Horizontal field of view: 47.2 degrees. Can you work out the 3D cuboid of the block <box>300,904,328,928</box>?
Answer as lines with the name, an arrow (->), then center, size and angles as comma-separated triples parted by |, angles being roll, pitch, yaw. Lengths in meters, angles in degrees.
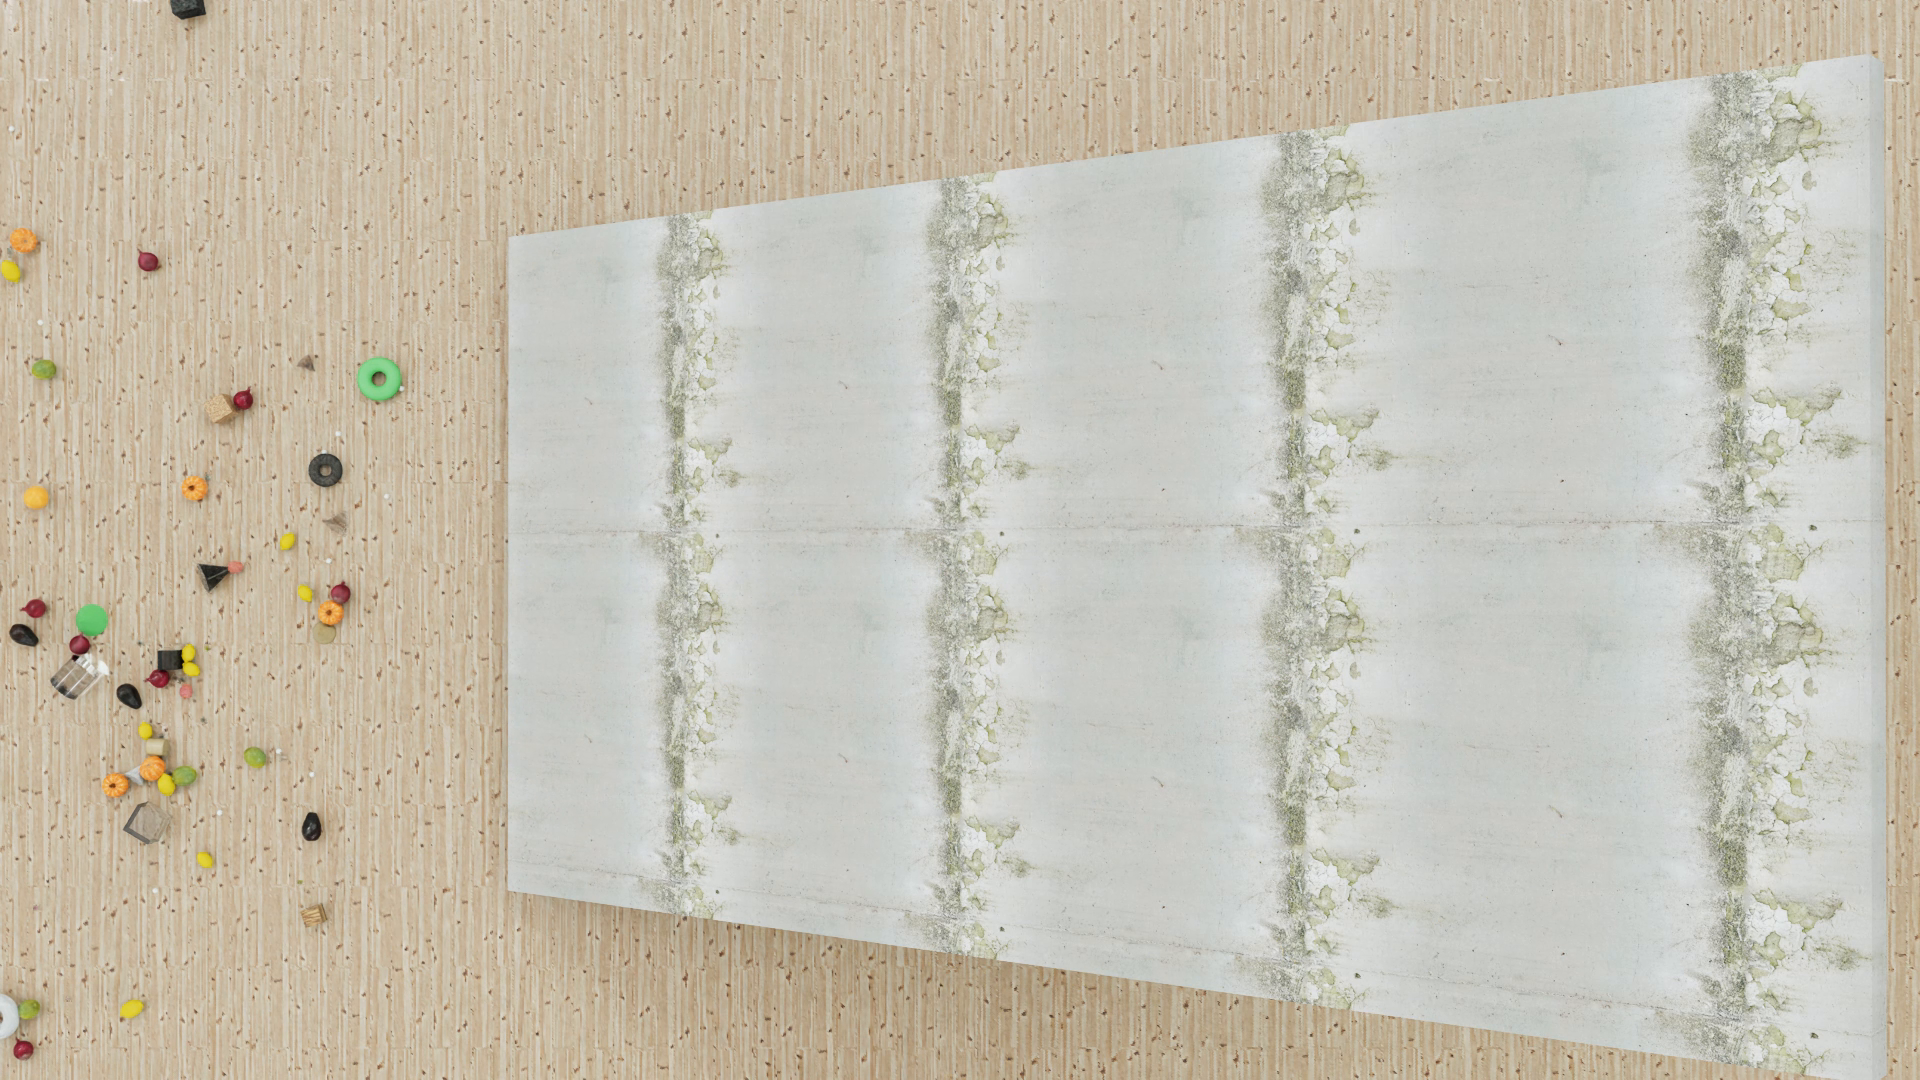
block -> -1.991, 1.158, 6.777 | 0.055, 0.055, 0.055 | -18, 90, 0

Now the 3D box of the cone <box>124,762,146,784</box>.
cone -> -2.534, 0.713, 6.793 | 0.063, 0.063, 0.063 | 28, 63, 0

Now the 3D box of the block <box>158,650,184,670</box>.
block -> -2.434, 0.369, 6.780 | 0.059, 0.059, 0.059 | -2, 90, 0

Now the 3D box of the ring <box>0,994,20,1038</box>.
ring -> -2.960, 1.466, 6.769 | 0.140, 0.047, 0.140 | 1, 92, 15

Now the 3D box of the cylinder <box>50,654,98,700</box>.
cylinder -> -2.723, 0.422, 6.760 | 0.098, 0.098, 0.098 | 43, 90, 0

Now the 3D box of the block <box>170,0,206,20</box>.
block -> -2.385, -1.662, 6.784 | 0.079, 0.079, 0.079 | -12, 90, 0

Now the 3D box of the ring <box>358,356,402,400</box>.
ring -> -1.794, -0.498, 6.793 | 0.136, 0.045, 0.136 | 0, 90, -1

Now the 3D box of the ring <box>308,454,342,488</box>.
ring -> -1.961, -0.216, 6.796 | 0.105, 0.035, 0.105 | 0, 89, -1

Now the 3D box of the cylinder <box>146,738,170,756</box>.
cylinder -> -2.475, 0.638, 6.781 | 0.053, 0.053, 0.053 | 4, 90, 0

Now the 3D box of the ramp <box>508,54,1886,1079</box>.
ramp -> 0.223, 0.063, 5.540 | 4.000, 0.100, 2.000 | 0, 90, 38

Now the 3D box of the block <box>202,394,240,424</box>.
block -> -2.279, -0.405, 6.781 | 0.067, 0.067, 0.067 | -31, 90, 0

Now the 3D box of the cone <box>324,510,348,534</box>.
cone -> -1.912, -0.067, 6.796 | 0.072, 0.072, 0.072 | 26, 63, 0

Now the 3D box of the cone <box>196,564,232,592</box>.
cone -> -2.290, 0.102, 6.790 | 0.097, 0.097, 0.097 | -22, 90, -27

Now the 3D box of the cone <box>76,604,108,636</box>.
cone -> -2.689, 0.248, 6.760 | 0.099, 0.099, 0.099 | 0, 90, 0

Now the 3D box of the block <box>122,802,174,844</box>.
block -> -2.496, 0.870, 6.761 | 0.091, 0.091, 0.091 | 31, 90, 0

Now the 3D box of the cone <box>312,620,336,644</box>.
cone -> -1.968, 0.286, 6.773 | 0.074, 0.074, 0.074 | 0, 90, 0
